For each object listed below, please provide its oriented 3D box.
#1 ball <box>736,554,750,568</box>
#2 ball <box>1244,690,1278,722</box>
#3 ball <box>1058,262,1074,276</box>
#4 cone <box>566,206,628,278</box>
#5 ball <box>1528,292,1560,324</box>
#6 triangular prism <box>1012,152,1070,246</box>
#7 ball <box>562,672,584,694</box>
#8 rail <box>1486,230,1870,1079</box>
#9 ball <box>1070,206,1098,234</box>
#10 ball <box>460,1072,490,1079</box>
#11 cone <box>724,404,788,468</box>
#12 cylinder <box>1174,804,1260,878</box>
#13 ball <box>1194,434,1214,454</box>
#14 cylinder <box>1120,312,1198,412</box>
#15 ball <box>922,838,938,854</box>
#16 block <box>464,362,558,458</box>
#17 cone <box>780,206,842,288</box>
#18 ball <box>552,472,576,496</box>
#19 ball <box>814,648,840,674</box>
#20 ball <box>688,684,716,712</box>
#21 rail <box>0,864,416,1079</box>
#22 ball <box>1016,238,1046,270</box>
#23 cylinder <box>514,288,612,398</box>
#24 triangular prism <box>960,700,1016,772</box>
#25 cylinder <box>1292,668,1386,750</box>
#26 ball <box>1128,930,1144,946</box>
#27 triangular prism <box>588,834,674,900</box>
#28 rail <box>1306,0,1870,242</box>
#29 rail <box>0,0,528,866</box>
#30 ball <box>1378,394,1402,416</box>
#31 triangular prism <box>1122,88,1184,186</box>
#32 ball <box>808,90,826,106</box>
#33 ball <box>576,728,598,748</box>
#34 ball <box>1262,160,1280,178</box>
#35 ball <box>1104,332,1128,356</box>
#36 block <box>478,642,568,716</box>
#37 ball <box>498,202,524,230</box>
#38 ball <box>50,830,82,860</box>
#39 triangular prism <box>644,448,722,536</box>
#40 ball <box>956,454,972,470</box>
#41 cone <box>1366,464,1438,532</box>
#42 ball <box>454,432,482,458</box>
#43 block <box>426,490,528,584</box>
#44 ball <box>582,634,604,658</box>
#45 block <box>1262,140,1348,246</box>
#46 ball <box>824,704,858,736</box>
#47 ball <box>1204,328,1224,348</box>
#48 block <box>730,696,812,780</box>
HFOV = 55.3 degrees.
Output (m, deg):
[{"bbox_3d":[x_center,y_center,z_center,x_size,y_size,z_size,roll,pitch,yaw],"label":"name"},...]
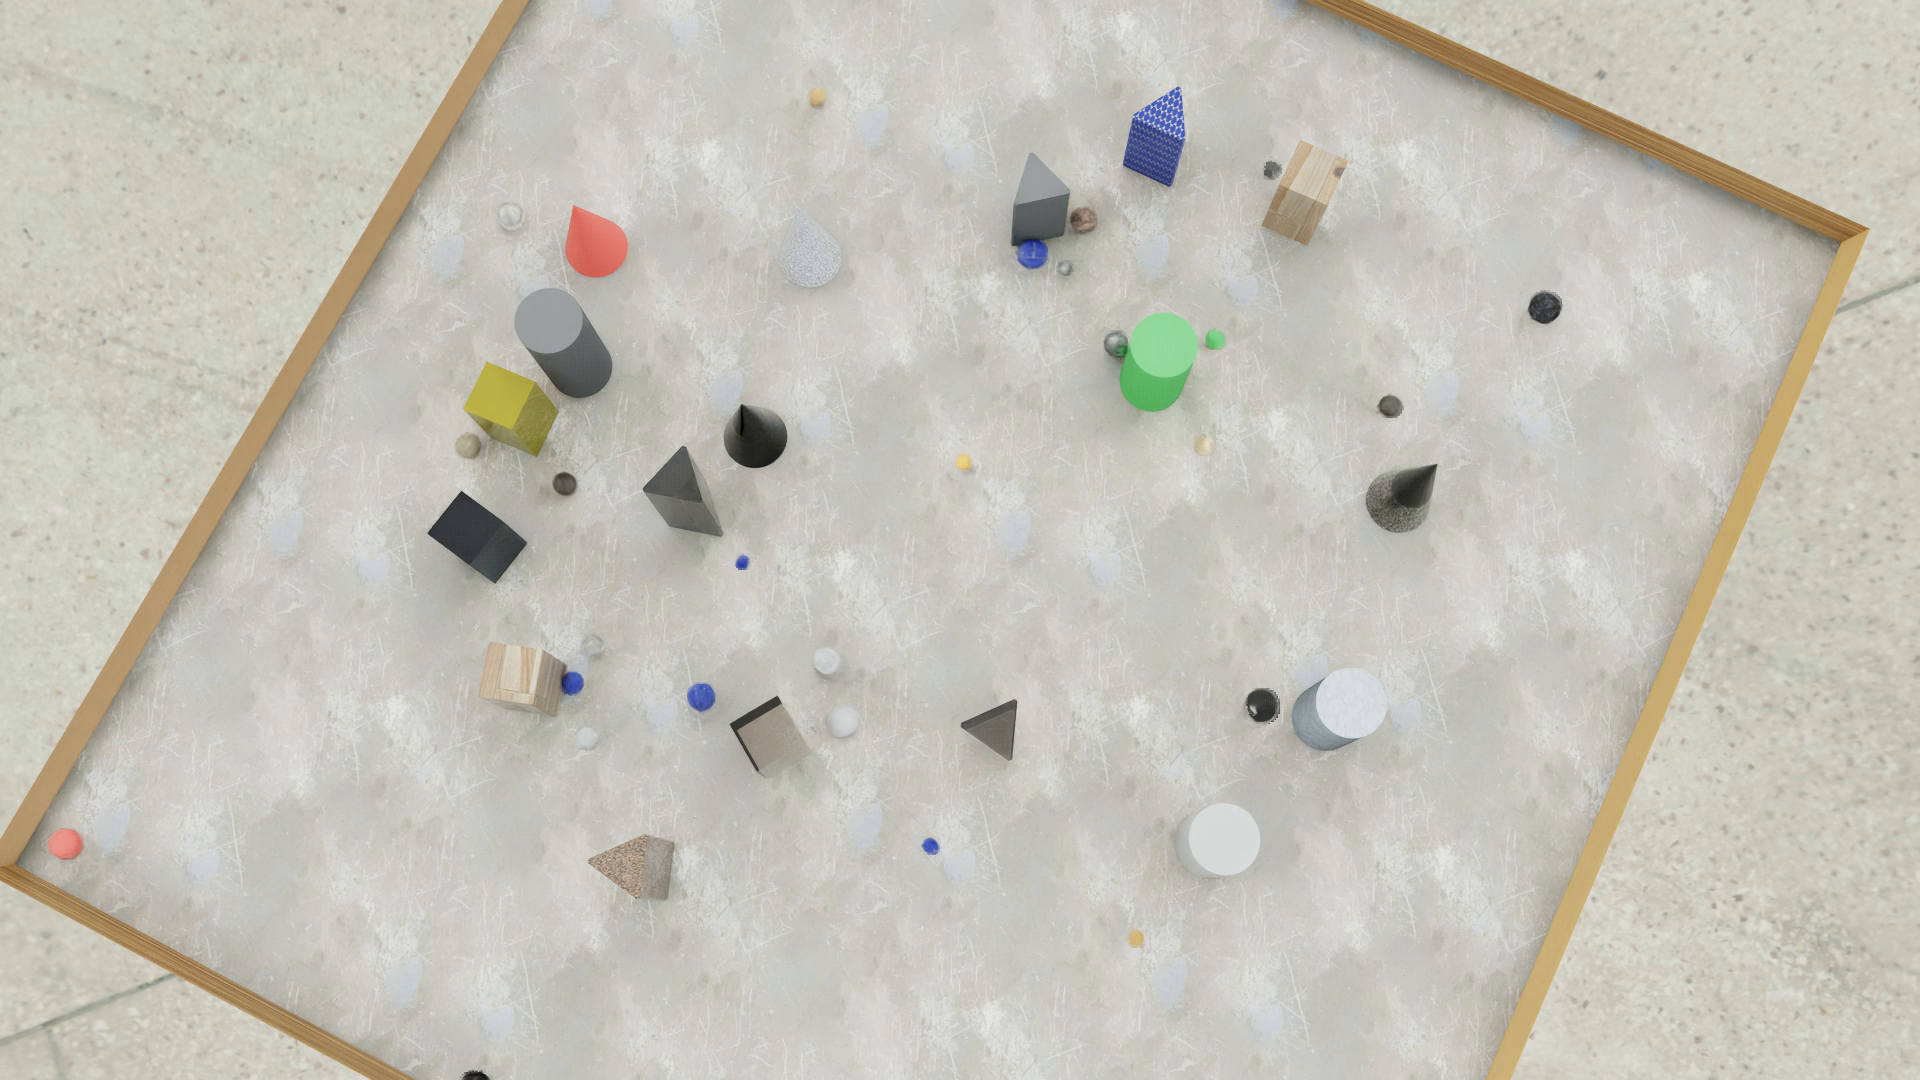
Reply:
[{"bbox_3d":[-0.660,0.065,5.582,0.041,0.041,0.041,0,78,0],"label":"ball"},{"bbox_3d":[0.897,0.494,5.464,0.098,0.098,0.098,0,78,0],"label":"ball"},{"bbox_3d":[0.333,-0.853,5.769,0.047,0.047,0.047,0,78,0],"label":"ball"},{"bbox_3d":[-1.152,-0.962,5.633,0.198,0.358,0.198,0,78,0],"label":"cone"},{"bbox_3d":[1.824,-0.724,5.717,0.096,0.096,0.096,0,78,0],"label":"ball"},{"bbox_3d":[0.230,-1.058,5.658,0.172,0.348,0.149,-13,79,-3],"label":"triangular prism"},{"bbox_3d":[-1.161,0.427,5.495,0.066,0.066,0.066,0,78,0],"label":"ball"},{"bbox_3d":[1.847,0.911,5.361,0.045,0.129,4.281,26,80,5],"label":"rail"},{"bbox_3d":[0.391,-1.011,5.782,0.087,0.087,0.087,0,78,0],"label":"ball"},{"bbox_3d":[-1.388,1.571,5.241,0.099,0.099,0.099,0,78,0],"label":"ball"},{"bbox_3d":[-0.634,-0.357,5.498,0.198,0.377,0.198,0,78,0],"label":"cone"},{"bbox_3d":[0.735,0.866,5.261,0.198,0.345,0.198,0,78,0],"label":"cylinder"},{"bbox_3d":[0.753,-0.296,5.648,0.059,0.059,0.059,0,78,0],"label":"ball"},{"bbox_3d":[0.597,-0.533,5.540,0.198,0.366,0.198,0,78,0],"label":"cylinder"},{"bbox_3d":[-0.089,0.902,5.407,0.046,0.046,0.046,0,78,0],"label":"ball"},{"bbox_3d":[-1.351,-0.391,5.532,0.159,0.324,0.159,22,79,5],"label":"block"},{"bbox_3d":[-0.473,-0.938,5.590,0.198,0.433,0.198,0,78,0],"label":"cone"},{"bbox_3d":[-1.213,-0.173,5.616,0.071,0.071,0.071,0,78,0],"label":"ball"},{"bbox_3d":[-0.399,0.364,5.502,0.078,0.078,0.078,0,78,0],"label":"ball"},{"bbox_3d":[-0.772,0.471,5.476,0.084,0.084,0.084,0,78,0],"label":"ball"},{"bbox_3d":[-0.947,1.861,5.165,4.177,0.129,0.045,26,80,5],"label":"rail"},{"bbox_3d":[0.223,-0.898,5.755,0.094,0.094,0.094,0,78,0],"label":"ball"},{"bbox_3d":[-1.186,-0.586,5.504,0.198,0.457,0.198,0,78,0],"label":"cylinder"},{"bbox_3d":[0.114,0.545,5.304,0.172,0.392,0.149,35,80,7],"label":"triangular prism"},{"bbox_3d":[1.095,0.495,5.316,0.198,0.389,0.198,0,78,0],"label":"cylinder"},{"bbox_3d":[0.515,1.162,5.352,0.046,0.046,0.046,0,78,0],"label":"ball"},{"bbox_3d":[-0.892,0.905,5.184,0.172,0.480,0.149,35,80,7],"label":"triangular prism"},{"bbox_3d":[0.947,-1.847,5.932,4.177,0.129,0.045,26,80,5],"label":"rail"},{"bbox_3d":[-1.847,-0.897,5.736,0.045,0.129,4.281,26,80,5],"label":"rail"},{"bbox_3d":[1.329,-0.416,5.668,0.068,0.068,0.068,0,78,0],"label":"ball"},{"bbox_3d":[0.630,-1.267,5.696,0.172,0.358,0.149,26,80,5],"label":"triangular prism"},{"bbox_3d":[-0.458,-1.419,5.883,0.054,0.054,0.054,0,78,0],"label":"ball"},{"bbox_3d":[-1.112,0.590,5.462,0.064,0.064,0.064,0,78,0],"label":"ball"},{"bbox_3d":[0.990,-1.180,5.834,0.053,0.053,0.053,0,78,0],"label":"ball"},{"bbox_3d":[0.486,-0.609,5.703,0.078,0.078,0.078,0,78,0],"label":"ball"},{"bbox_3d":[-1.278,0.411,5.369,0.159,0.319,0.159,8,78,2],"label":"block"},{"bbox_3d":[-1.418,-1.022,5.786,0.083,0.083,0.083,0,78,0],"label":"ball"},{"bbox_3d":[-2.627,0.895,5.387,0.087,0.087,0.087,0,78,0],"label":"ball"},{"bbox_3d":[-0.797,-0.148,5.408,0.172,0.468,0.149,11,79,2],"label":"triangular prism"},{"bbox_3d":[0.013,-0.242,5.643,0.047,0.047,0.047,0,78,0],"label":"ball"},{"bbox_3d":[1.349,-0.167,5.407,0.198,0.479,0.198,0,78,0],"label":"cone"},{"bbox_3d":[-1.513,-0.292,5.636,0.080,0.080,0.080,0,78,0],"label":"ball"},{"bbox_3d":[-1.435,-0.005,5.463,0.159,0.304,0.159,35,80,7],"label":"block"},{"bbox_3d":[-1.105,0.319,5.516,0.069,0.069,0.069,0,78,0],"label":"ball"},{"bbox_3d":[1.063,-1.070,5.667,0.159,0.335,0.159,25,79,5],"label":"block"},{"bbox_3d":[-0.354,0.537,5.456,0.097,0.097,0.097,0,78,0],"label":"ball"},{"bbox_3d":[0.794,-0.629,5.716,0.060,0.060,0.060,0,78,0],"label":"ball"},{"bbox_3d":[-0.549,0.579,5.354,0.159,0.279,0.159,-30,80,-6],"label":"block"}]
